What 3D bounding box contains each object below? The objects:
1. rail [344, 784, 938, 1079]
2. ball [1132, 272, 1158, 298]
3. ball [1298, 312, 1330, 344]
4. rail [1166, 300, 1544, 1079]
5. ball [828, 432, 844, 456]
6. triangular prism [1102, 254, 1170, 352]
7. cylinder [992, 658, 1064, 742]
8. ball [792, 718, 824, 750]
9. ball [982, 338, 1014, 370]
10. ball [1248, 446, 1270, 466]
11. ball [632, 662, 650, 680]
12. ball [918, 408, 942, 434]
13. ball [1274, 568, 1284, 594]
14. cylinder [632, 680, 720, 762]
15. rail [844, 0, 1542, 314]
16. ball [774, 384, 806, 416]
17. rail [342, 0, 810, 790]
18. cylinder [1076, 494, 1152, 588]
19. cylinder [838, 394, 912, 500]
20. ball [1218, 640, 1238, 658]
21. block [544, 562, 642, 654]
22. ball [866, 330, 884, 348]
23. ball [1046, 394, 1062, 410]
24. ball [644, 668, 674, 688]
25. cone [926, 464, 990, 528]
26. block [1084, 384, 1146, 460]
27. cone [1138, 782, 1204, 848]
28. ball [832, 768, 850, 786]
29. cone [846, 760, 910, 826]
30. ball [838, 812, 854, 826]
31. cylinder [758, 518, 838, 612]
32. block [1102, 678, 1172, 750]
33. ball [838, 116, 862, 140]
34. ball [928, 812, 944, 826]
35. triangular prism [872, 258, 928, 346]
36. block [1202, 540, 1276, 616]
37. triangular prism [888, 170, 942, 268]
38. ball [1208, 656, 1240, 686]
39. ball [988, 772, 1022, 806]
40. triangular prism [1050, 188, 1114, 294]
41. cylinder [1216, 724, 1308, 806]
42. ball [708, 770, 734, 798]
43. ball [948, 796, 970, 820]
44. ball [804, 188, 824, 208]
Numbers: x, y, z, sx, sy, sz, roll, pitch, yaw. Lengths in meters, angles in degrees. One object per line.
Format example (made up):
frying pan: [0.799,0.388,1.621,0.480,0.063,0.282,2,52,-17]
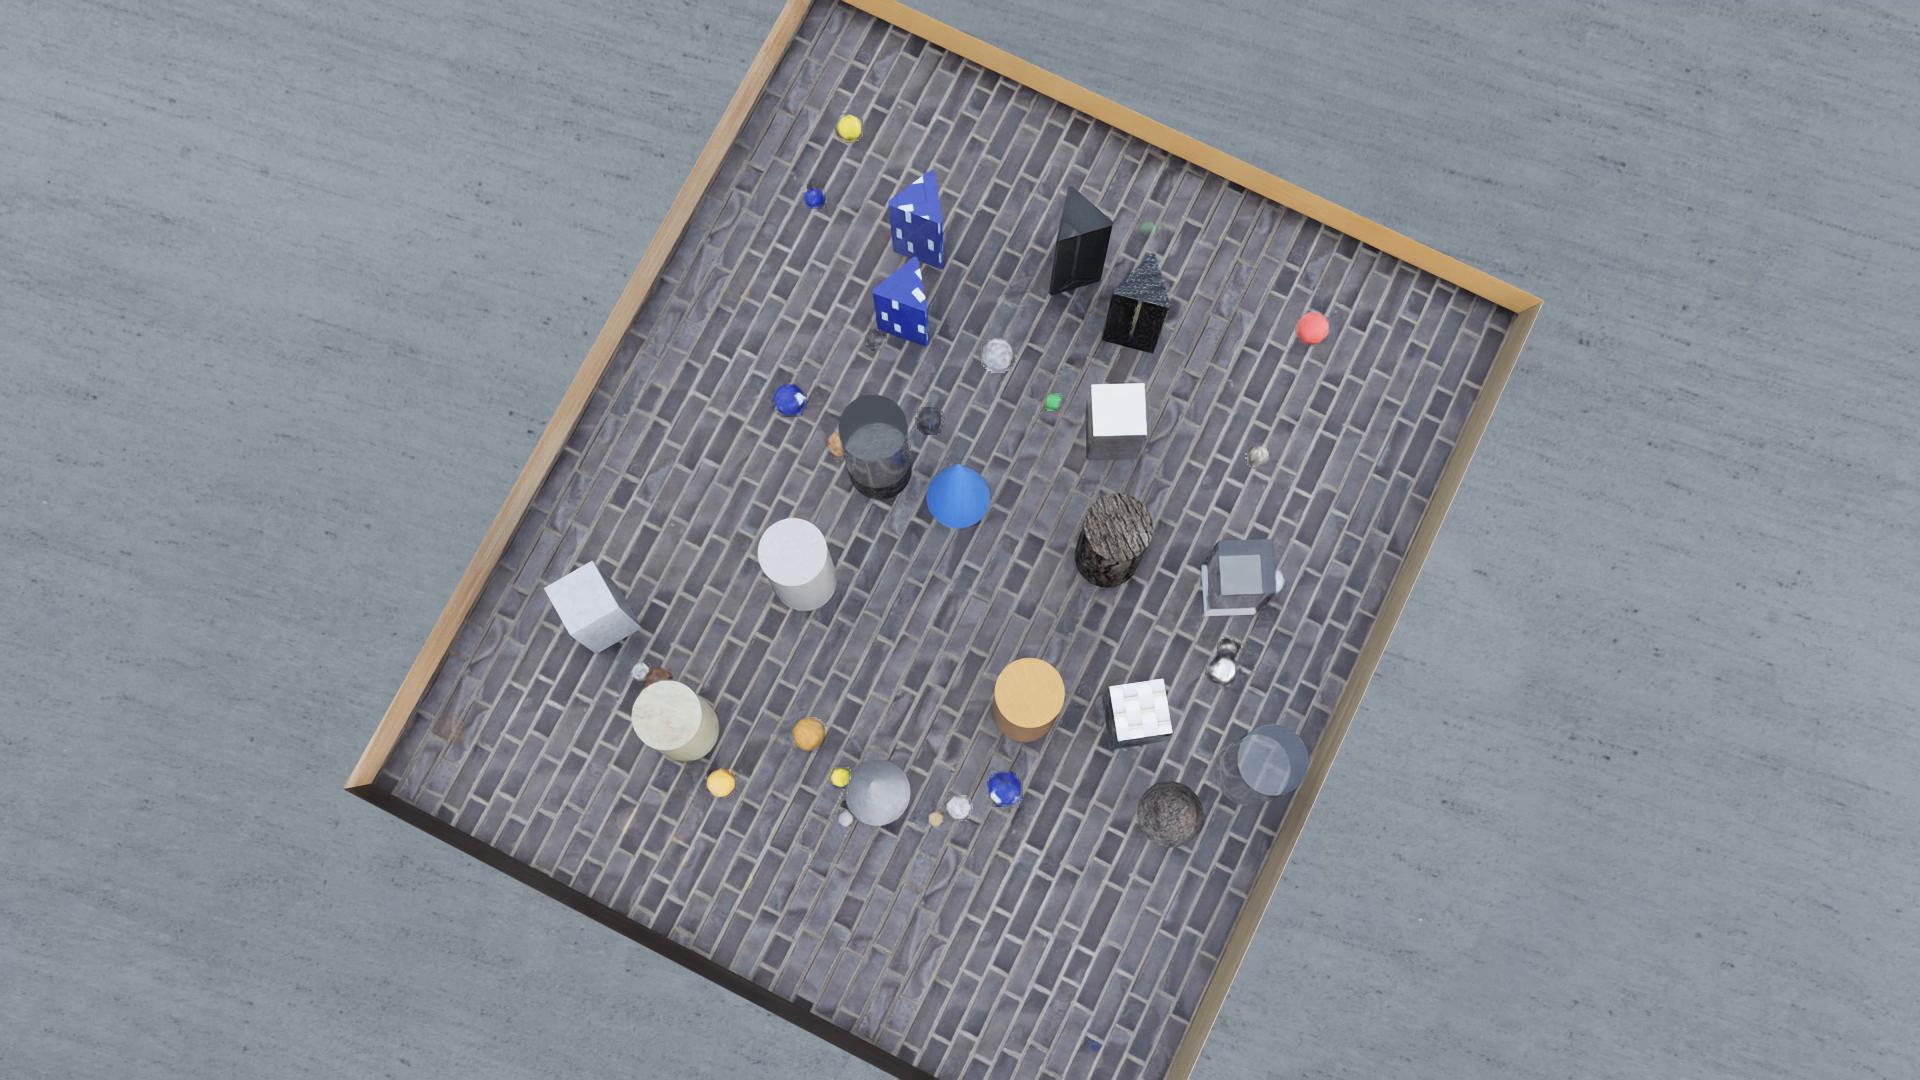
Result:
rail: [-0.648,1.276,5.286,2.548,0.127,0.045,26,80,5]
ball: [0.581,-0.795,5.731,0.081,0.081,0.081,0,78,0]
ball: [1.100,-0.659,5.703,0.097,0.097,0.097,0,78,0]
rail: [1.118,0.554,5.436,0.045,0.127,2.945,26,80,5]
ball: [-0.368,-0.292,5.603,0.073,0.073,0.073,0,78,0]
triangular prism: [0.545,-0.722,5.542,0.170,0.439,0.147,15,79,3]
cylinder: [0.194,0.468,5.307,0.196,0.417,0.196,0,78,0]
ball: [-0.451,0.577,5.448,0.096,0.096,0.096,0,78,0]
ball: [0.116,-0.575,5.686,0.098,0.098,0.098,0,78,0]
ball: [0.918,-0.259,5.637,0.065,0.065,0.065,0,78,0]
ball: [-0.960,0.395,5.508,0.053,0.053,0.053,0,78,0]
ball: [-0.092,-0.369,5.653,0.078,0.078,0.078,0,78,0]
ball: [0.939,0.125,5.547,0.085,0.085,0.085,0,78,0]
cylinder: [-0.820,0.528,5.312,0.196,0.382,0.196,0,78,0]
rail: [0.648,-1.262,5.812,2.548,0.127,0.045,26,80,5]
ball: [-0.527,-0.433,5.656,0.098,0.098,0.098,0,78,0]
rail: [-1.118,-0.541,5.662,0.045,0.127,2.945,26,80,5]
cylinder: [0.449,0.006,5.398,0.196,0.426,0.196,0,78,0]
cylinder: [-0.246,-0.269,5.425,0.196,0.484,0.196,0,78,0]
ball: [0.807,0.328,5.521,0.055,0.055,0.055,0,78,0]
block: [-1.074,0.202,5.381,0.157,0.379,0.157,-30,80,-6]
ball: [-0.265,-0.627,5.718,0.056,0.056,0.056,0,78,0]
ball: [0.290,-0.428,5.681,0.047,0.047,0.047,0,78,0]
ball: [-0.898,0.427,5.467,0.090,0.090,0.090,0,78,0]
cone: [-0.005,-0.175,5.435,0.196,0.427,0.196,0,78,0]
block: [0.469,-0.355,5.541,0.157,0.292,0.157,-1,78,0]
cone: [0.625,0.773,5.242,0.196,0.420,0.196,0,78,0]
ball: [-0.352,0.699,5.398,0.055,0.055,0.055,0,78,0]
cone: [-0.245,0.712,5.267,0.196,0.396,0.196,0,78,0]
ball: [-0.337,0.825,5.423,0.044,0.044,0.044,0,78,0]
cylinder: [-0.473,0.077,5.382,0.196,0.429,0.196,0,78,0]
block: [0.516,0.513,5.366,0.157,0.283,0.157,-8,78,-2]
ball: [-0.353,-1.316,5.850,0.077,0.077,0.077,0,78,0]
ball: [-0.072,0.826,5.423,0.044,0.044,0.044,0,78,0]
triangular prism: [-0.155,-0.739,5.595,0.170,0.342,0.147,19,79,4]
block: [0.818,0.114,5.403,0.157,0.372,0.157,-2,78,0]
triangular prism: [-0.107,-0.995,5.624,0.170,0.389,0.147,21,79,4]
ball: [0.789,0.392,5.487,0.094,0.094,0.094,0,78,0]
ball: [0.133,0.735,5.415,0.098,0.098,0.098,0,78,0]
triangular prism: [0.343,-0.915,5.563,0.170,0.476,0.147,-17,79,-3]
cylinder: [0.859,0.649,5.250,0.196,0.454,0.196,0,78,0]
ball: [-0.708,0.720,5.426,0.081,0.081,0.081,0,78,0]
ball: [-0.004,0.790,5.411,0.069,0.069,0.069,0,78,0]
ball: [-0.462,-1.086,5.810,0.062,0.062,0.062,0,78,0]
